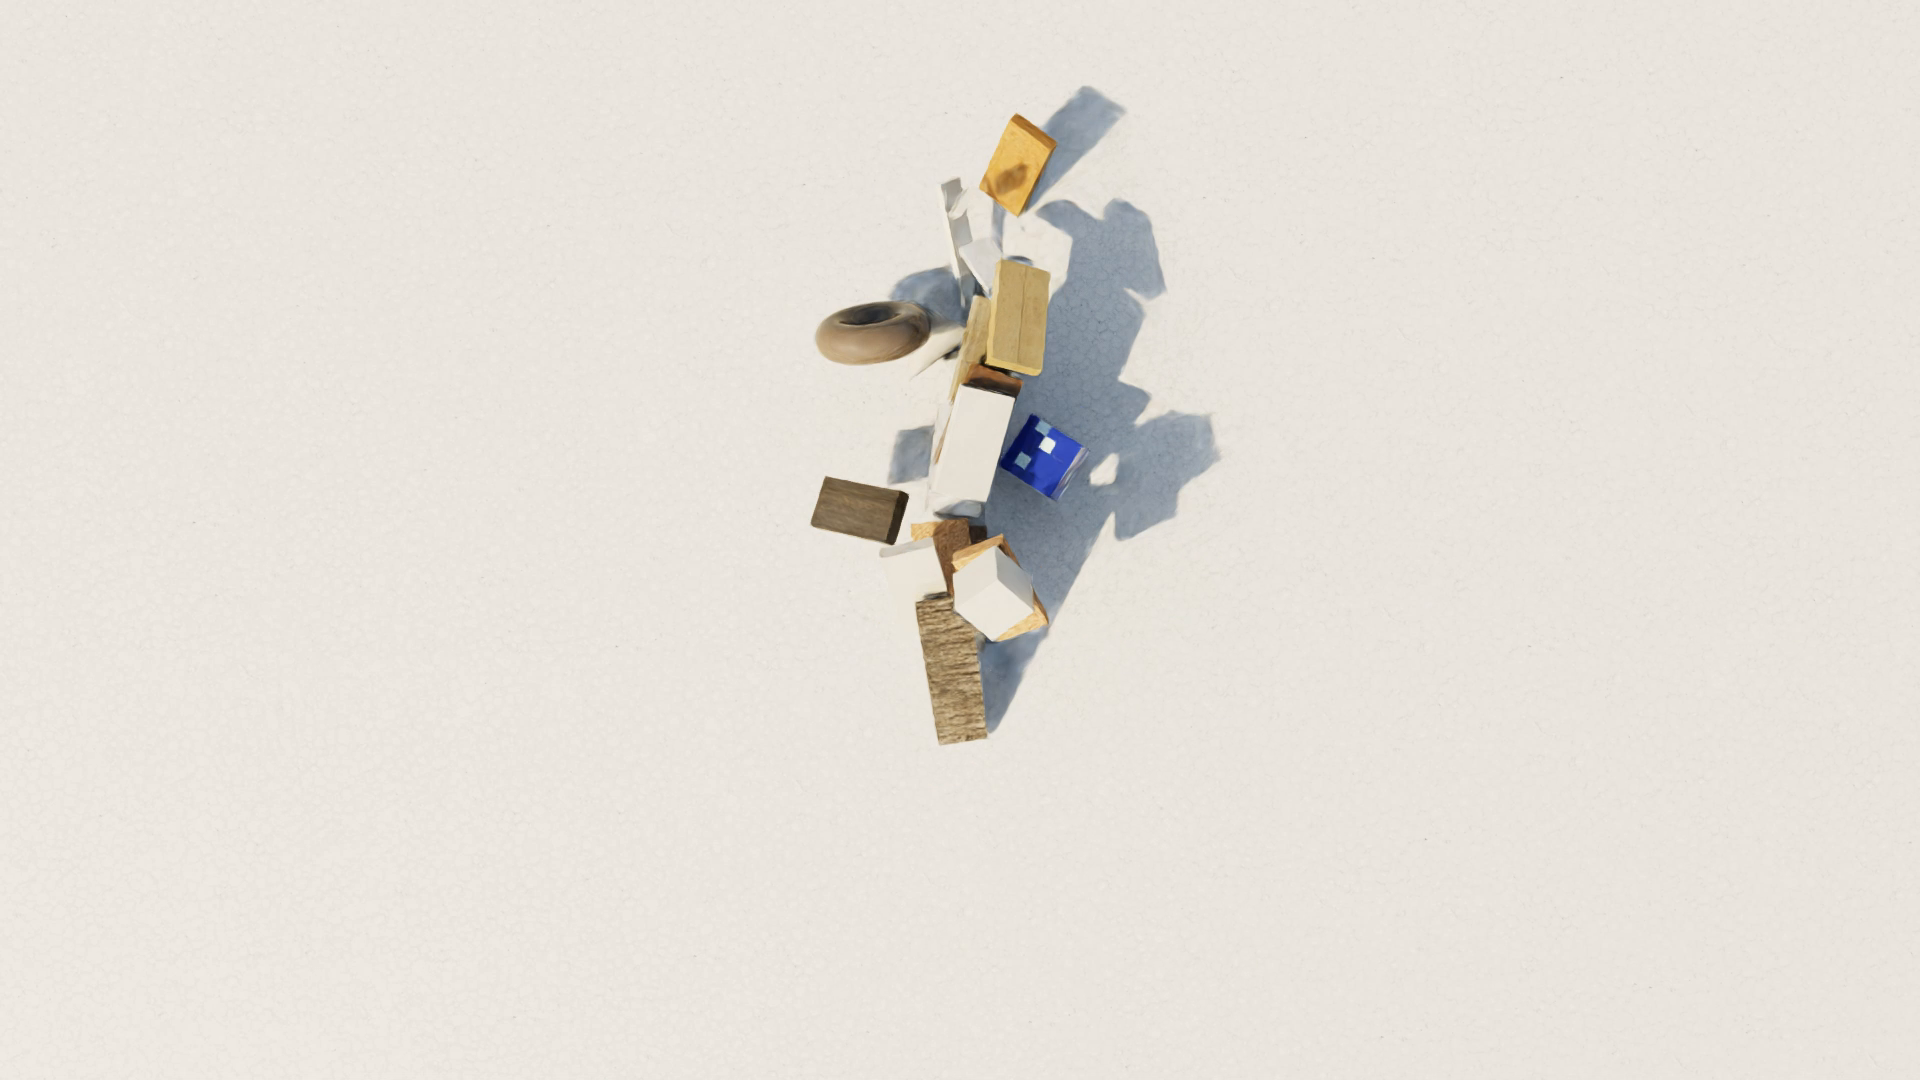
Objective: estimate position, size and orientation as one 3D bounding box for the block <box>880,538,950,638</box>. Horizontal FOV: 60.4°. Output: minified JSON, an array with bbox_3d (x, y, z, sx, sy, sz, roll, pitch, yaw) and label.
[{"bbox_3d":[-0.123,0.147,4.976,0.164,0.047,0.329,-13,128,4],"label":"block"}]

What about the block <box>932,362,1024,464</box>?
[{"bbox_3d":[0.054,-0.364,5.042,0.164,0.046,0.328,19,101,-19],"label":"block"}]

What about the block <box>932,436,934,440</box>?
[{"bbox_3d":[-0.004,-0.266,5.334,0.167,0.333,0.047,2,74,0],"label":"block"}]

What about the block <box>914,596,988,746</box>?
[{"bbox_3d":[-0.022,0.422,5.200,0.164,0.734,0.047,-9,50,-1],"label":"block"}]

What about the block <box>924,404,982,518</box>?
[{"bbox_3d":[-0.005,-0.246,5.126,0.166,0.047,0.333,7,92,-13],"label":"block"}]

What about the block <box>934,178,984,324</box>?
[{"bbox_3d":[0.011,-0.923,5.372,0.089,0.025,0.499,-30,117,-37],"label":"block"}]

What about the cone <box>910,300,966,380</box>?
[{"bbox_3d":[-0.112,-0.620,5.364,0.234,0.234,0.234,28,94,0],"label":"cone"}]

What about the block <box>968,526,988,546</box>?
[{"bbox_3d":[0.003,0.052,5.325,0.178,0.355,0.050,-1,66,2],"label":"block"}]

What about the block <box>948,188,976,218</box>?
[{"bbox_3d":[0.005,-1.057,5.180,0.025,0.177,0.089,31,93,-11],"label":"block"}]

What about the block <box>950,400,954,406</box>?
[{"bbox_3d":[0.068,-0.489,5.186,0.141,0.040,0.282,23,84,-15],"label":"block"}]

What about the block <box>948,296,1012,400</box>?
[{"bbox_3d":[0.084,-0.570,5.076,0.164,0.046,0.328,15,89,-18],"label":"block"}]

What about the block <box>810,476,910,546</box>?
[{"bbox_3d":[-0.315,-0.092,5.148,0.334,0.047,0.167,12,84,41],"label":"block"}]

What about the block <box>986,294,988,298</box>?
[{"bbox_3d":[0.125,-0.777,5.452,0.025,0.089,0.177,-19,89,23],"label":"block"}]

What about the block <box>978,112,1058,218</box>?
[{"bbox_3d":[0.185,-1.212,5.343,0.164,0.328,0.046,38,56,5],"label":"block"}]

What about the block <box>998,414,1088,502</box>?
[{"bbox_3d":[0.273,-0.262,5.318,0.194,0.194,0.194,33,93,10],"label":"block"}]

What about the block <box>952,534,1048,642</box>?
[{"bbox_3d":[0.121,0.147,4.922,0.164,0.047,0.329,-21,122,14],"label":"block"}]

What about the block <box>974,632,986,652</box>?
[{"bbox_3d":[-0.016,0.294,5.320,0.178,0.355,0.050,-4,70,3],"label":"block"}]

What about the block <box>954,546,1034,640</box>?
[{"bbox_3d":[0.097,0.154,4.794,0.162,0.162,0.162,-36,121,23],"label":"block"}]

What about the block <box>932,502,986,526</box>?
[{"bbox_3d":[-0.004,-0.058,5.337,0.167,0.333,0.047,0,67,0],"label":"block"}]

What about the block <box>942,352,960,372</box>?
[{"bbox_3d":[0.041,-0.552,5.346,0.141,0.282,0.040,42,82,-12],"label":"block"}]

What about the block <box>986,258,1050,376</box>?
[{"bbox_3d":[0.179,-0.680,5.036,0.167,0.047,0.334,12,71,-19],"label":"block"}]

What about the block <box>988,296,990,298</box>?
[{"bbox_3d":[0.126,-0.682,5.170,0.108,0.031,0.217,18,81,-16],"label":"block"}]

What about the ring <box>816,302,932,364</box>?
[{"bbox_3d":[-0.272,-0.651,5.181,0.371,0.371,0.124,-8,114,0],"label":"ring"}]

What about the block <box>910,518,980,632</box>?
[{"bbox_3d":[-0.045,0.118,5.124,0.178,0.050,0.355,-6,88,3],"label":"block"}]

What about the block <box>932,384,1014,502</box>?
[{"bbox_3d":[0.039,-0.294,5.006,0.167,0.047,0.334,11,104,-18],"label":"block"}]

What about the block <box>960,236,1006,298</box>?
[{"bbox_3d":[0.097,-0.851,5.167,0.108,0.031,0.217,-25,64,-15],"label":"block"}]
